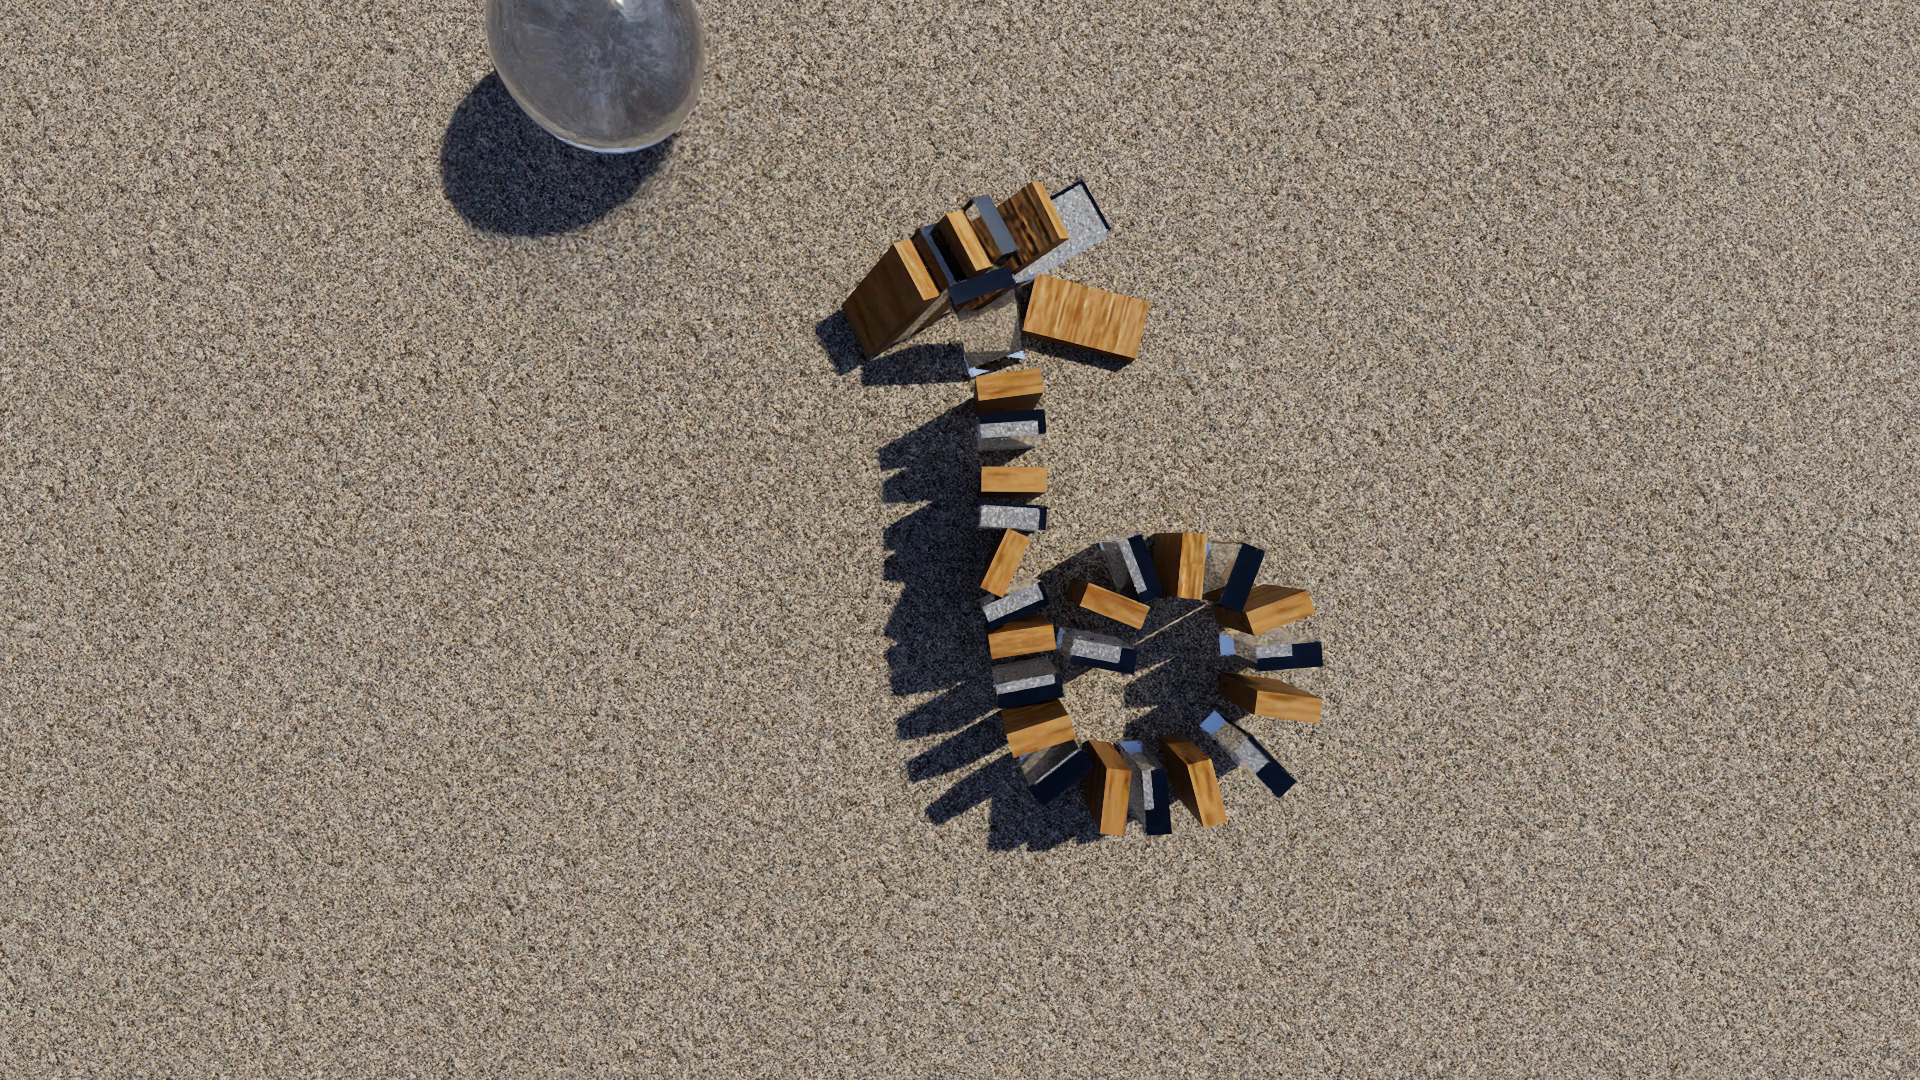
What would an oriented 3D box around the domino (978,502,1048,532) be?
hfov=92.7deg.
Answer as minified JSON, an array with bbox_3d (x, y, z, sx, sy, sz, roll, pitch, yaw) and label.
[{"bbox_3d":[0.021,-0.009,0.375,0.025,0.050,0.010,4,90,0],"label":"domino"}]

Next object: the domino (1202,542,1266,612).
[{"bbox_3d":[0.108,0.014,0.375,0.009,0.050,0.025,22,90,0],"label":"domino"}]

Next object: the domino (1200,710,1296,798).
[{"bbox_3d":[0.117,0.087,0.375,0.010,0.050,0.025,-44,90,0],"label":"domino"}]

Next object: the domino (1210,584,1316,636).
[{"bbox_3d":[0.123,0.028,0.375,0.025,0.050,0.009,-20,90,0],"label":"domino"}]

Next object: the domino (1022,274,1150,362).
[{"bbox_3d":[0.054,-0.096,0.395,0.050,0.010,0.025,14,90,0],"label":"domino"}]

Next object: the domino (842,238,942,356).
[{"bbox_3d":[-0.029,-0.098,0.377,0.010,0.050,0.025,-28,90,-36],"label":"domino"}]

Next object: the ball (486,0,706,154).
[{"bbox_3d":[-0.142,-0.195,0.360,0.080,0.080,0.080,0,90,0],"label":"ball"}]

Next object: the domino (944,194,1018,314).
[{"bbox_3d":[0.001,-0.116,0.377,0.009,0.050,0.025,-28,90,-36],"label":"domino"}]

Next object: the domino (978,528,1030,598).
[{"bbox_3d":[0.017,0.009,0.375,0.009,0.050,0.025,25,90,0],"label":"domino"}]

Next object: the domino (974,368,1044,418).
[{"bbox_3d":[0.019,-0.060,0.375,0.025,0.050,0.010,-8,90,0],"label":"domino"}]

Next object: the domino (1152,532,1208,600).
[{"bbox_3d":[0.089,0.010,0.375,0.009,0.050,0.025,5,90,0],"label":"domino"}]

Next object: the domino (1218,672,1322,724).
[{"bbox_3d":[0.126,0.064,0.375,0.025,0.050,0.009,7,90,0],"label":"domino"}]

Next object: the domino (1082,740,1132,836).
[{"bbox_3d":[0.060,0.100,0.375,0.009,0.050,0.025,6,90,0],"label":"domino"}]

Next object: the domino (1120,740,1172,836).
[{"bbox_3d":[0.075,0.100,0.375,0.010,0.050,0.025,-5,90,0],"label":"domino"}]

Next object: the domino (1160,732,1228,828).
[{"bbox_3d":[0.095,0.097,0.375,0.009,0.050,0.025,-15,90,0],"label":"domino"}]

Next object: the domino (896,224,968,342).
[{"bbox_3d":[-0.019,-0.104,0.377,0.010,0.050,0.025,-28,90,-36],"label":"domino"}]

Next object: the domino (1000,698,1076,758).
[{"bbox_3d":[0.031,0.075,0.375,0.025,0.050,0.010,-17,90,0],"label":"domino"}]

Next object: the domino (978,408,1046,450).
[{"bbox_3d":[0.020,-0.045,0.375,0.025,0.050,0.010,-4,90,0],"label":"domino"}]

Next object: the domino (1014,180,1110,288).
[{"bbox_3d":[0.037,-0.131,0.395,0.050,0.009,0.025,-29,90,0],"label":"domino"}]

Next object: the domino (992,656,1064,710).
[{"bbox_3d":[0.027,0.058,0.375,0.025,0.050,0.009,-11,90,0],"label":"domino"}]

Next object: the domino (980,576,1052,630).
[{"bbox_3d":[0.022,0.025,0.375,0.025,0.050,0.009,-23,90,0],"label":"domino"}]

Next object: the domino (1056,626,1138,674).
[{"bbox_3d":[0.055,0.045,0.375,0.025,0.050,0.009,10,90,0],"label":"domino"}]

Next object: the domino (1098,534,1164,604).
[{"bbox_3d":[0.069,0.011,0.375,0.009,0.050,0.025,-21,90,0],"label":"domino"}]

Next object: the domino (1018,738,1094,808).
[{"bbox_3d":[0.038,0.091,0.375,0.025,0.050,0.009,-38,90,0],"label":"domino"}]

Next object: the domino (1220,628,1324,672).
[{"bbox_3d":[0.126,0.045,0.375,0.025,0.050,0.009,-5,90,0],"label":"domino"}]

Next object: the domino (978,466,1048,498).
[{"bbox_3d":[0.021,-0.023,0.375,0.025,0.050,0.010,1,90,0],"label":"domino"}]

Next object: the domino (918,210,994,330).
[{"bbox_3d":[-0.009,-0.110,0.377,0.010,0.050,0.025,-28,90,-36],"label":"domino"}]

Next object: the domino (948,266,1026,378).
[{"bbox_3d":[0.012,-0.088,0.375,0.025,0.050,0.009,-19,66,0],"label":"domino"}]

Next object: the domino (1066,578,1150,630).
[{"bbox_3d":[0.059,0.025,0.375,0.025,0.050,0.009,22,90,0],"label":"domino"}]

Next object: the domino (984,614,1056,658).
[{"bbox_3d":[0.024,0.039,0.375,0.025,0.050,0.010,-9,90,0],"label":"domino"}]

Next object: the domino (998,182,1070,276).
[{"bbox_3d":[0.018,-0.123,0.381,0.050,0.010,0.025,-26,92,36],"label":"domino"}]
